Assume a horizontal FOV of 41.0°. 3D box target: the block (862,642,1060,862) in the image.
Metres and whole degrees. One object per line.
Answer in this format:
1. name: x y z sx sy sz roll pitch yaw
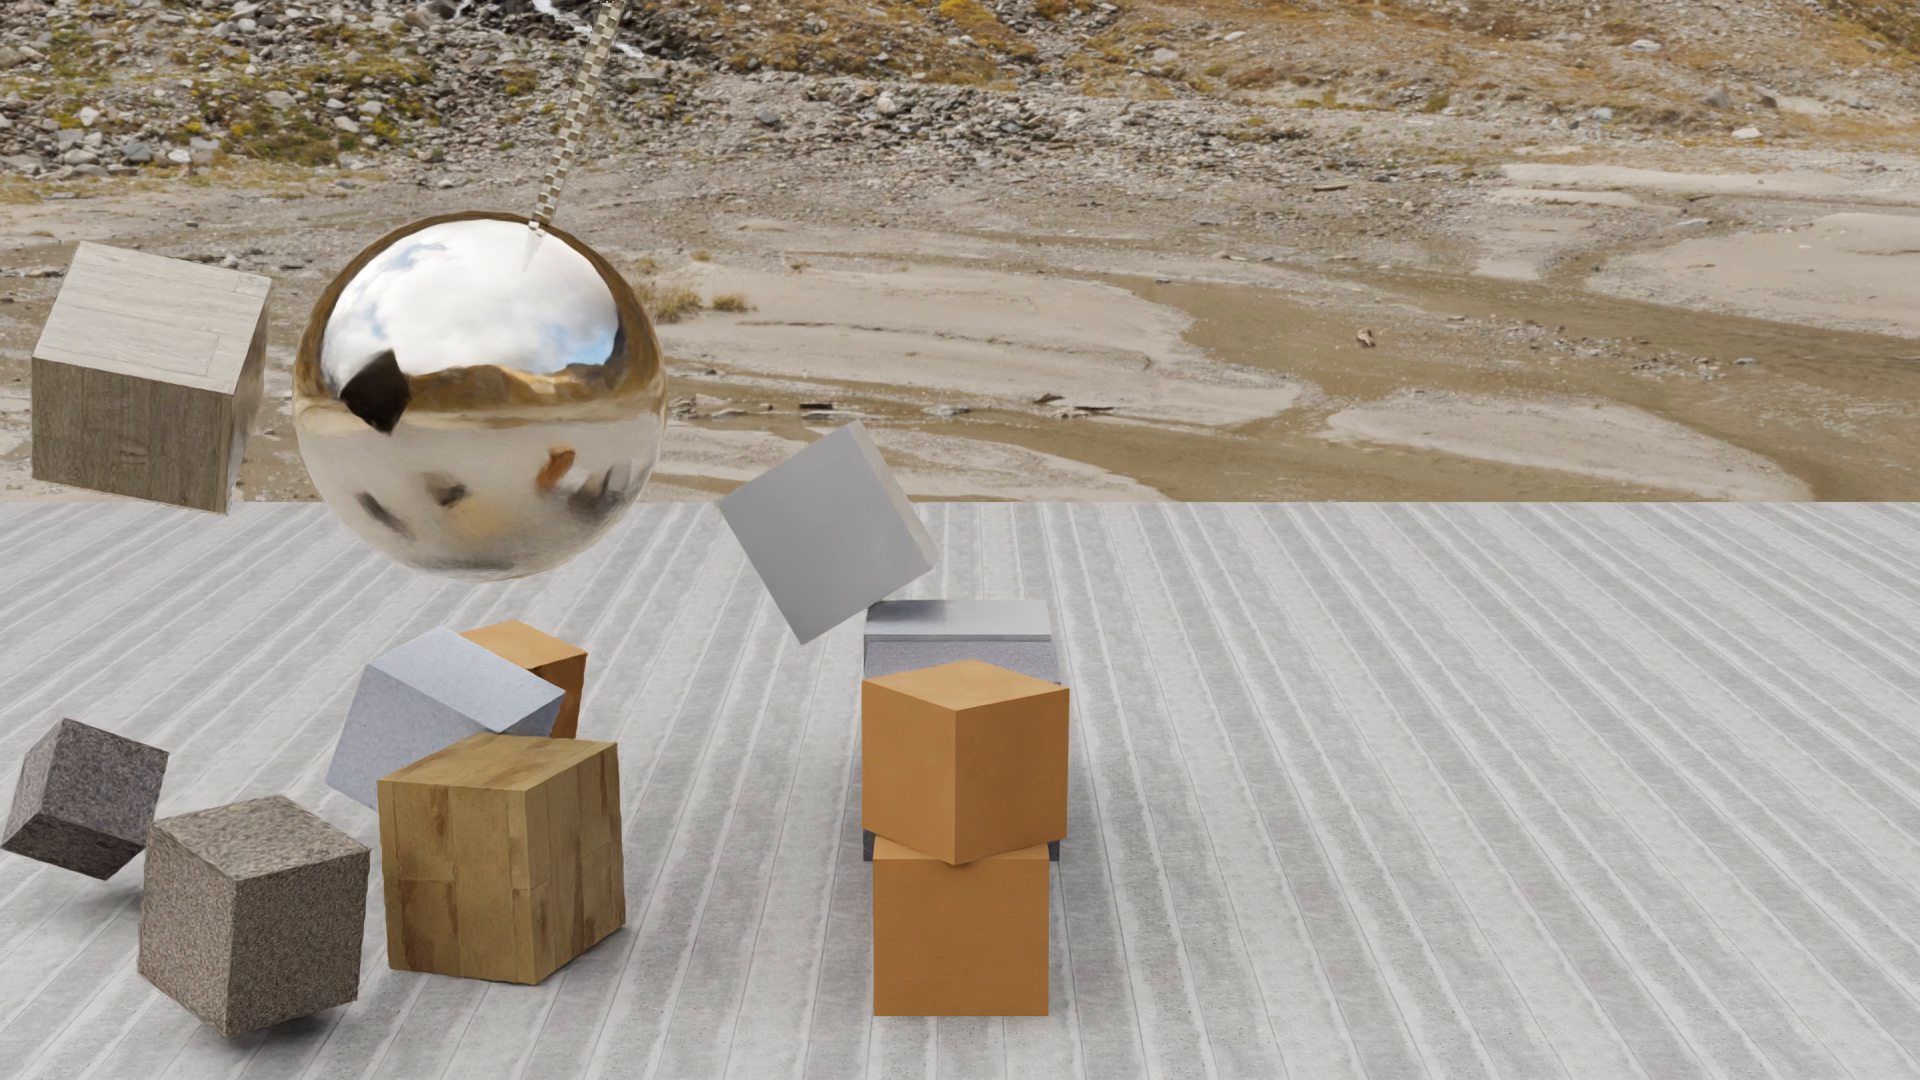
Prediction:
1. block: 0.009 0.968 11.921 0.887 0.831 0.830 0 10 0

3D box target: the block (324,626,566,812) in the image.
1. block: -2.397 0.919 11.989 0.703 0.647 0.708 27 18 10

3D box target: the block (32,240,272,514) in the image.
1. block: -3.106 -0.626 9.879 0.723 0.629 0.691 11 44 -9

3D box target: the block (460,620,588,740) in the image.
1. block: -2.345 0.789 13.335 0.527 0.523 0.534 21 21 30

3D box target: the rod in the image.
1. rod: -0.893 -3.757 10.497 0.080 5.200 0.080 20 10 -4

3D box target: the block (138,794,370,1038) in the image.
1. block: -2.611 1.374 9.483 0.588 0.612 0.564 22 20 38

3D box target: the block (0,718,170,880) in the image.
1. block: -3.761 1.118 11.031 0.475 0.452 0.458 24 -39 -29

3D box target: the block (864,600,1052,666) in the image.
1. block: -0.011 0.803 12.737 0.900 0.863 0.813 0 10 0

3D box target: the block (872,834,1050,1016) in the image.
1. block: 0.004 1.435 9.951 0.659 0.617 0.657 0 10 0

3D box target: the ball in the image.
1. ball: -2.060 -0.615 11.068 1.600 1.600 1.600 0 10 0

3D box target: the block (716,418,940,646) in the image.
1. block: -0.647 -0.055 12.934 0.744 0.822 0.861 -31 3 4

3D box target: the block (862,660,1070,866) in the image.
1. block: 0.017 0.838 9.829 0.550 0.591 0.578 -8 14 -38

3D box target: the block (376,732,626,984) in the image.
1. block: -1.839 1.268 10.376 0.655 0.775 0.777 2 10 19
